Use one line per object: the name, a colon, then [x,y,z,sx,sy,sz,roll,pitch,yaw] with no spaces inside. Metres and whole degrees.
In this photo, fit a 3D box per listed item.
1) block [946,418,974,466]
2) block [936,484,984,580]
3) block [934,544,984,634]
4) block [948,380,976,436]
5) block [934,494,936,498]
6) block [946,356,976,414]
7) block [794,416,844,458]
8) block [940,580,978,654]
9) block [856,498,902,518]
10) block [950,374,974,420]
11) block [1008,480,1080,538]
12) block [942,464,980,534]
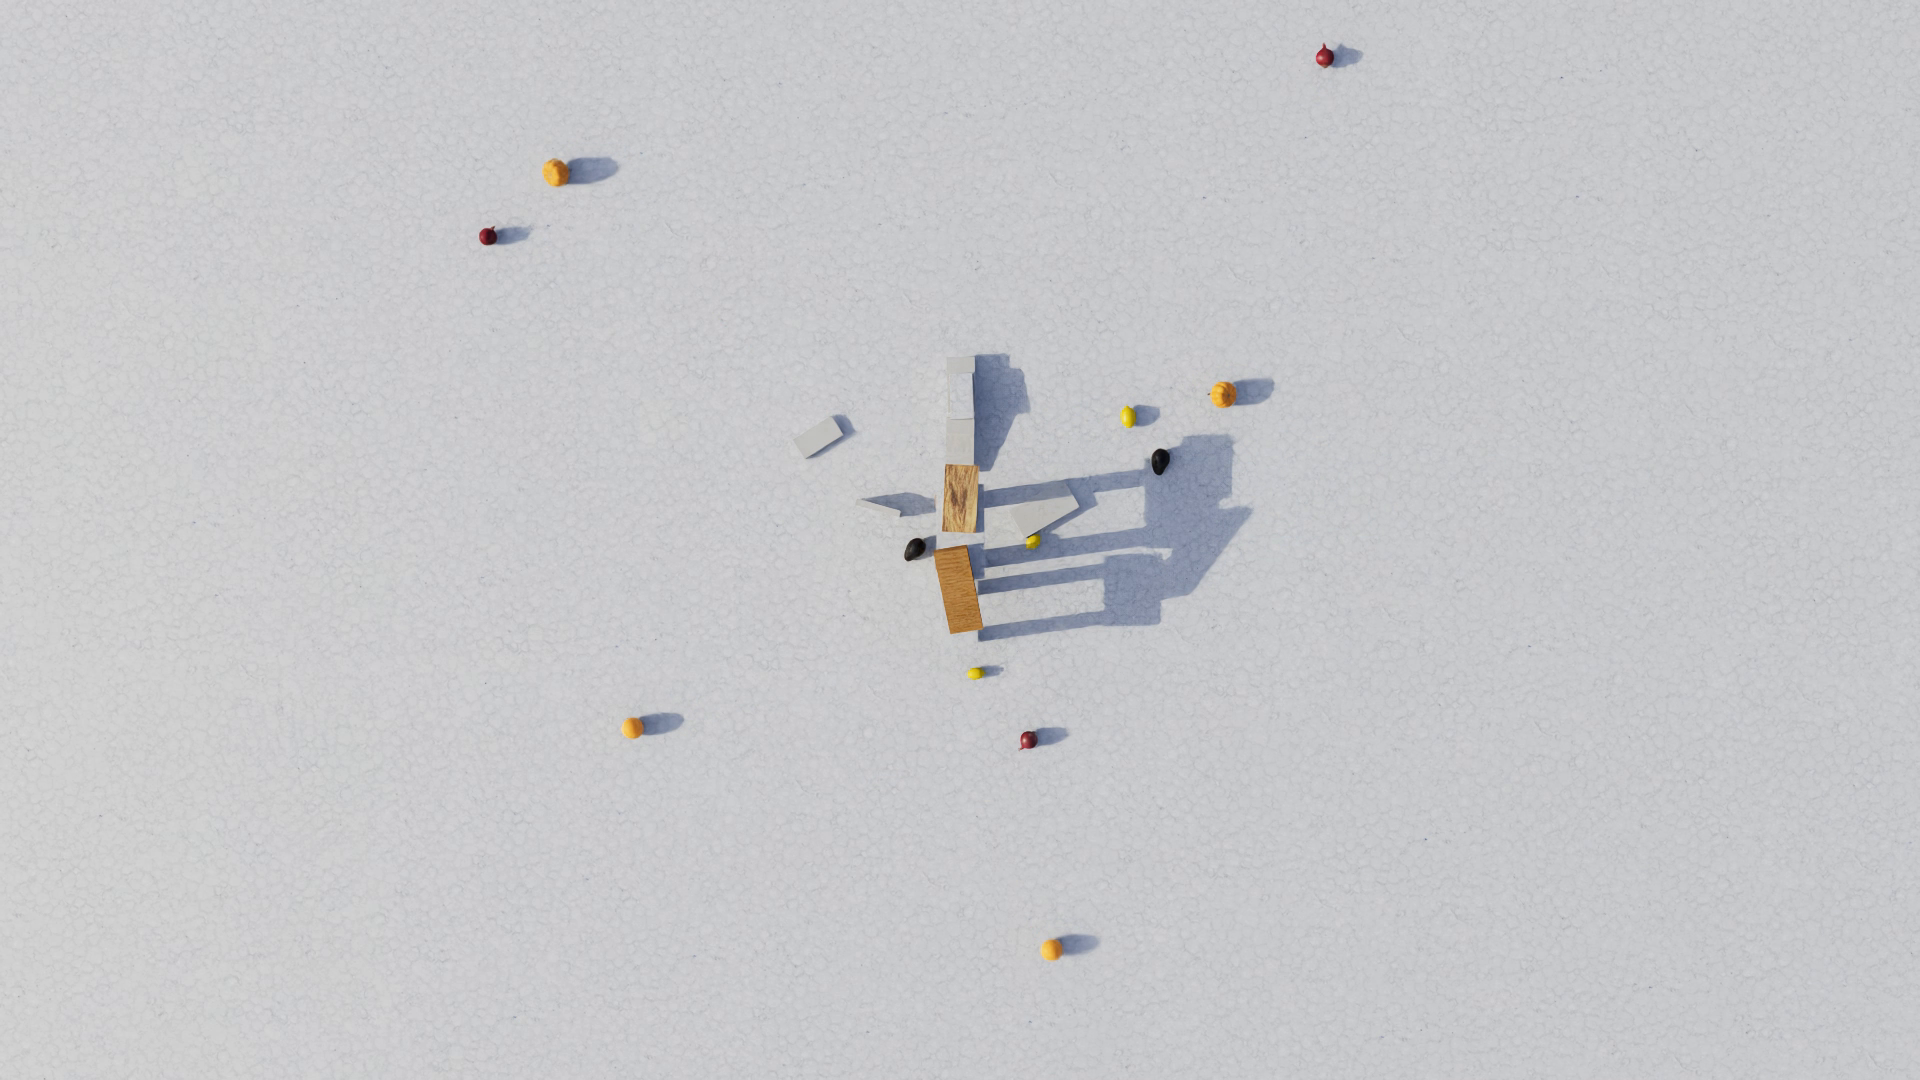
block: [0.000,-0.314,5.468,0.092,0.026,0.184,1,102,0]
block: [0.002,-0.026,5.180,0.149,0.042,0.299,0,90,0]
block: [-0.005,0.156,5.157,0.105,0.030,0.285,-9,114,4]
block: [0.004,-0.442,5.487,0.092,0.026,0.184,0,90,0]
block: [-0.004,-0.123,5.351,0.149,0.299,0.042,-1,90,0]
block: [0.004,-0.513,5.461,0.092,0.026,0.184,-1,90,0]
block: [-0.472,-0.341,5.489,0.150,0.021,0.075,-32,90,0]
block: [-0.001,0.246,5.249,0.117,0.033,0.234,0,90,0]
block: [-0.270,-0.106,5.462,0.150,0.075,0.021,16,90,0]
block: [0.005,-0.472,5.431,0.075,0.021,0.150,-2,86,0]
block: [0.279,-0.104,5.485,0.211,0.030,0.105,-30,90,0]
block: [0.002,-0.129,5.144,0.105,0.030,0.211,3,90,0]
